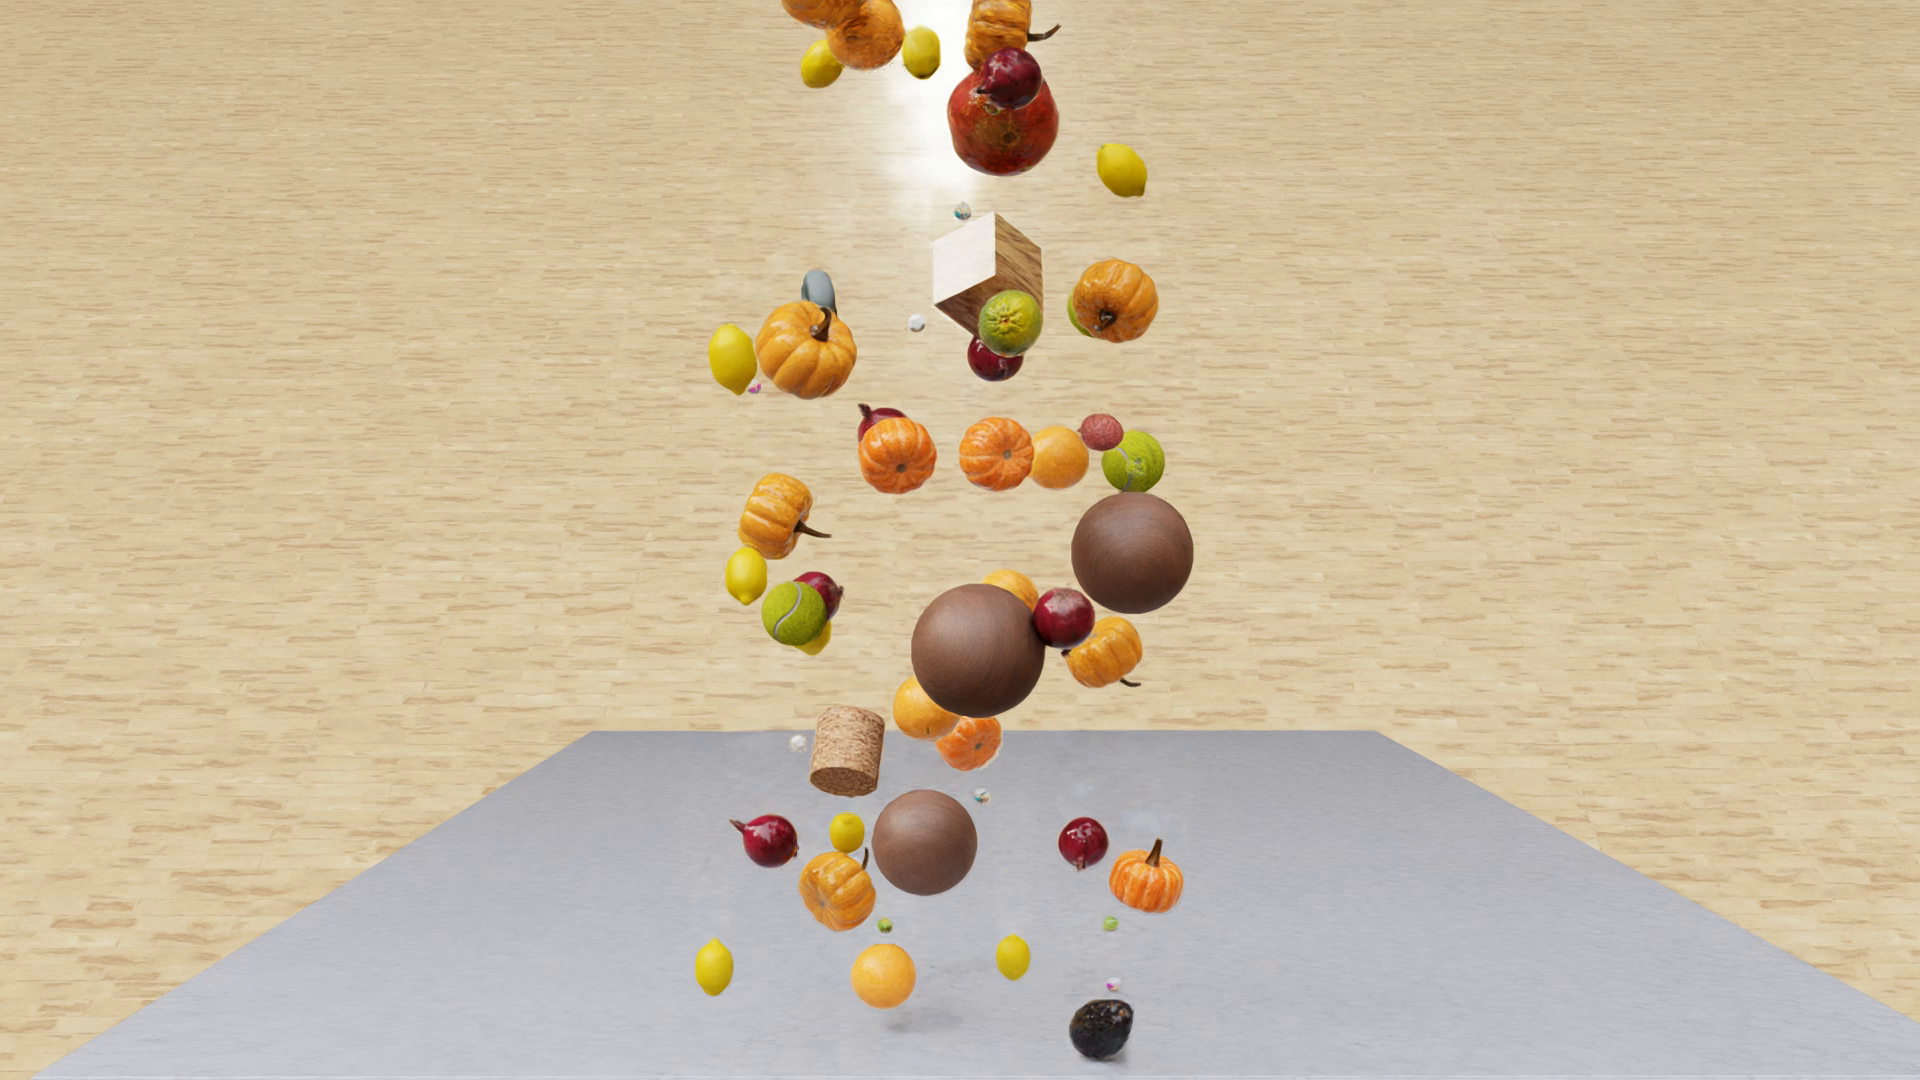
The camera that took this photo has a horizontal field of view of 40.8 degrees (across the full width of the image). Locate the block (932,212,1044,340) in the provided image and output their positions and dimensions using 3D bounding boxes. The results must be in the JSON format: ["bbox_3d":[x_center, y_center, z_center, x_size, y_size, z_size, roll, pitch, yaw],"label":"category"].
[{"bbox_3d":[0.028,-0.268,2.627,0.080,0.080,0.080,-23,52,31],"label":"block"}]

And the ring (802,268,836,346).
[{"bbox_3d":[-0.146,-0.241,2.672,0.026,0.079,0.079,-6,28,-12],"label":"ring"}]

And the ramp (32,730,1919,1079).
[{"bbox_3d":[0.063,0.563,4.603,2.000,0.100,4.000,0,1,0],"label":"ramp"}]

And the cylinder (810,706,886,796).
[{"bbox_3d":[-0.118,0.222,2.718,0.071,0.071,0.071,3,60,6],"label":"cylinder"}]
